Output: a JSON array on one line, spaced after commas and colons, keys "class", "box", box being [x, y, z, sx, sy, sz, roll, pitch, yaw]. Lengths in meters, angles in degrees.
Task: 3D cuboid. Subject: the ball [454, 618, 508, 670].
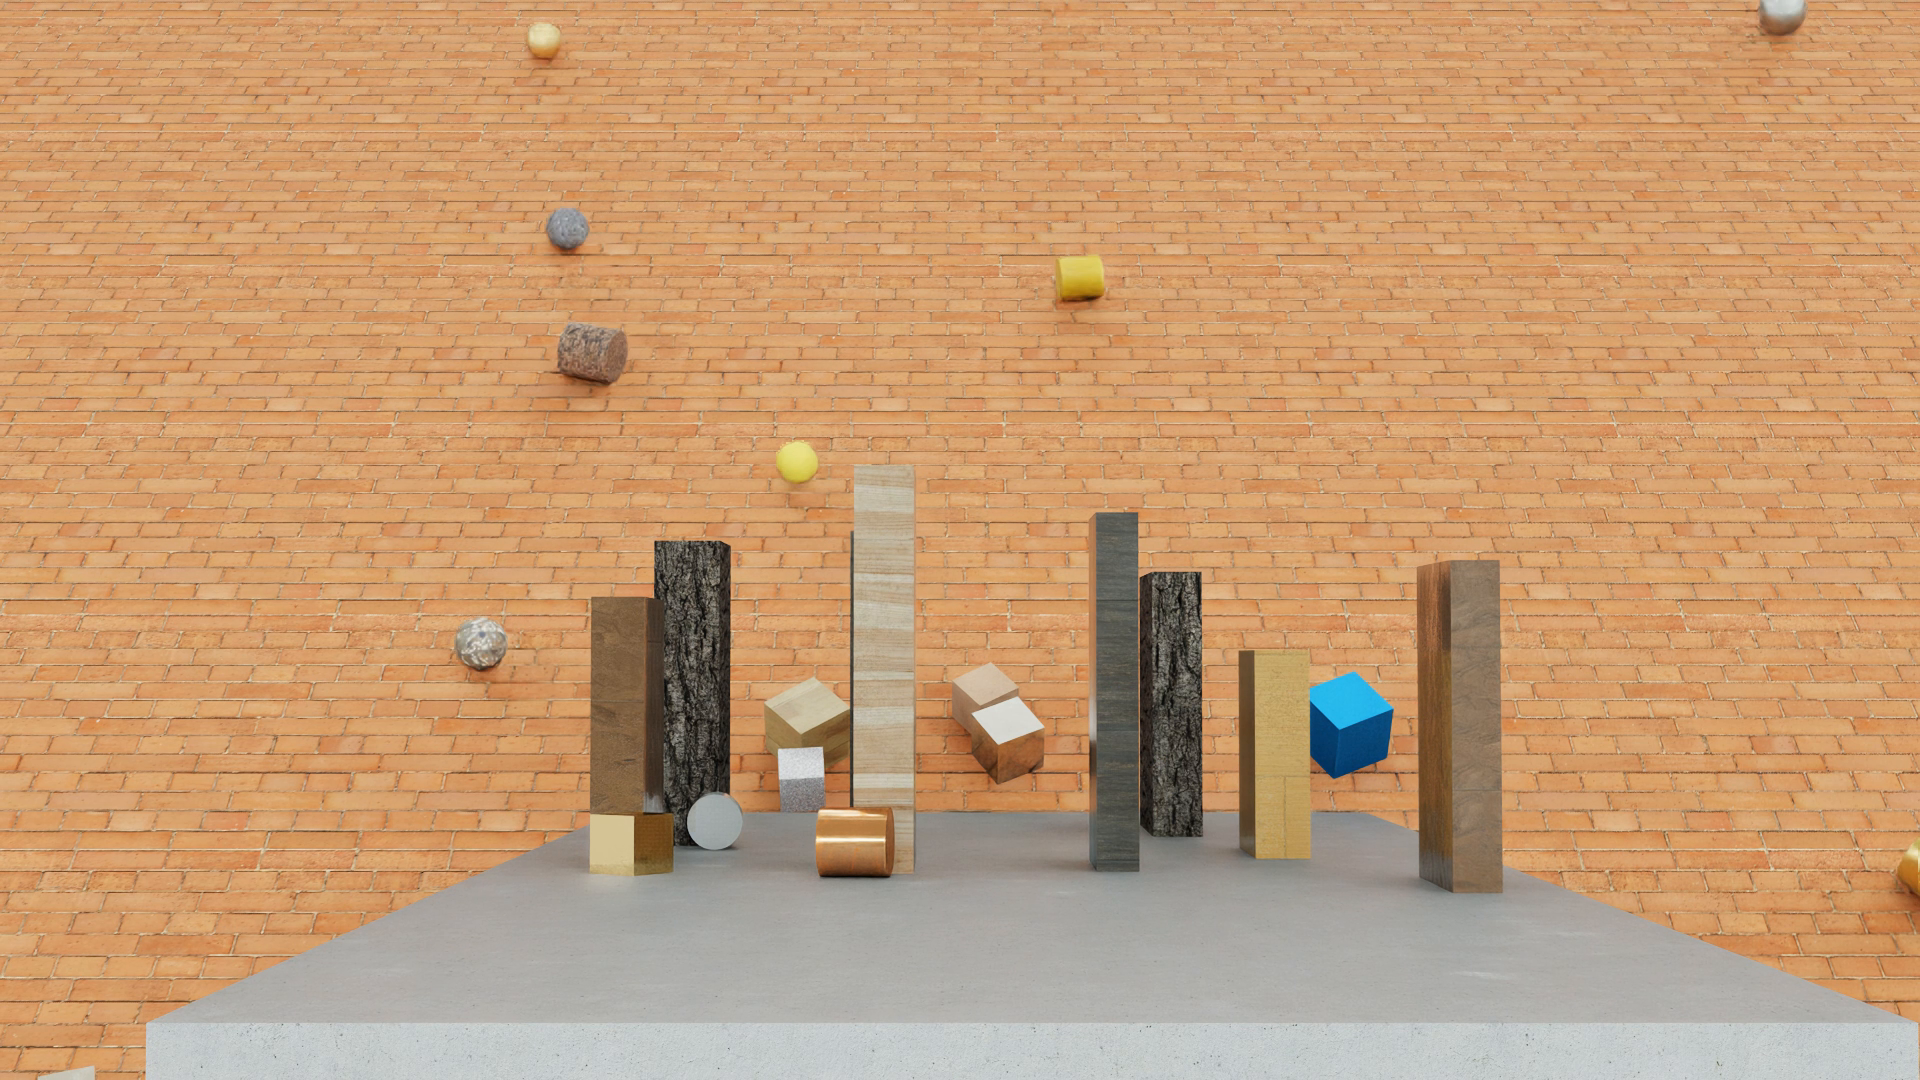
[{"class": "ball", "box": [-1.380, 0.299, 7.501, 0.150, 0.150, 0.150, 0, 37, 0]}]

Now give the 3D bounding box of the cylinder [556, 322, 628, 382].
[{"class": "cylinder", "box": [-1.230, -0.626, 8.703, 0.176, 0.176, 0.176, 11, 39, 14]}]

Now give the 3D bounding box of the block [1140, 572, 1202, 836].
[{"class": "block", "box": [0.502, 0.388, 6.224, 0.115, 0.611, 0.436, 0, -3, 0]}]

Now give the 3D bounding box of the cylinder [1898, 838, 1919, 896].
[{"class": "cylinder", "box": [2.555, 0.870, 6.723, 0.178, 0.178, 0.178, -18, 41, -23]}]

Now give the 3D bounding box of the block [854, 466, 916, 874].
[{"class": "block", "box": [-0.146, 0.254, 5.150, 0.115, 0.781, 0.330, 0, -3, 0]}]

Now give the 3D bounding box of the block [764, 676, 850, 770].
[{"class": "block", "box": [-0.419, 0.521, 7.189, 0.171, 0.171, 0.171, -27, 44, -31]}]

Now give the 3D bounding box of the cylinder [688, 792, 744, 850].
[{"class": "cylinder", "box": [-0.531, 0.608, 5.645, 0.118, 0.118, 0.118, -3, -2, -4]}]

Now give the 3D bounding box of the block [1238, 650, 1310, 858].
[{"class": "block", "box": [0.663, 0.447, 5.504, 0.113, 0.428, 0.312, 0, -3, 0]}]

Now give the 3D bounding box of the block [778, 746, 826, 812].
[{"class": "block", "box": [-0.429, 0.650, 7.059, 0.122, 0.122, 0.122, -3, 37, -4]}]

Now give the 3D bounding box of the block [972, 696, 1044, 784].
[{"class": "block", "box": [0.131, 0.552, 7.167, 0.147, 0.147, 0.147, -19, 41, -23]}]

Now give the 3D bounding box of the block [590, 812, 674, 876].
[{"class": "block", "box": [-0.629, 0.582, 4.989, 0.113, 0.113, 0.113, -2, -3, 35]}]

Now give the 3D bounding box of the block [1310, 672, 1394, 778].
[{"class": "block", "box": [1.062, 0.511, 7.194, 0.181, 0.181, 0.181, -18, 41, -23]}]

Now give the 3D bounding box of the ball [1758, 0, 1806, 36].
[{"class": "ball", "box": [3.394, -2.183, 10.745, 0.195, 0.195, 0.195, 0, 37, 0]}]

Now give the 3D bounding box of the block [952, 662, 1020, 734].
[{"class": "block", "box": [0.071, 0.455, 7.307, 0.134, 0.134, 0.134, -23, 43, -28]}]

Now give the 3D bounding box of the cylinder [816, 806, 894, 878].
[{"class": "cylinder", "box": [-0.197, 0.569, 4.904, 0.131, 0.131, 0.131, 0, 37, 6]}]

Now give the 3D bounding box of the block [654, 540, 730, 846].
[{"class": "block", "box": [-0.601, 0.342, 5.856, 0.144, 0.670, 0.279, 0, -3, 0]}]

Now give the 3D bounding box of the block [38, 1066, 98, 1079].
[{"class": "block", "box": [-2.095, 1.344, 6.136, 0.129, 0.129, 0.129, -10, 38, -12]}]

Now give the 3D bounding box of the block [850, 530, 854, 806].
[{"class": "block", "box": [-0.199, 0.338, 6.172, 0.114, 0.707, 0.258, 0, -3, 0]}]

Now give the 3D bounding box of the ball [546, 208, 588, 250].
[{"class": "ball", "box": [-1.414, -1.123, 9.379, 0.151, 0.151, 0.151, 0, 37, 0]}]

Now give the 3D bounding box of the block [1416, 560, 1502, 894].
[{"class": "block", "box": [0.907, 0.334, 4.738, 0.087, 0.584, 0.338, 0, -3, 0]}]

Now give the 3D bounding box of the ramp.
[{"class": "ramp", "box": [0.082, 0.685, 4.932, 2.000, 0.100, 4.000, 0, -3, 0]}]

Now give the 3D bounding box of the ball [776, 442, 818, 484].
[{"class": "ball", "box": [-0.515, -0.245, 8.236, 0.130, 0.130, 0.130, 0, 37, 0]}]

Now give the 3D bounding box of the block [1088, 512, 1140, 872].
[{"class": "block", "box": [0.305, 0.299, 5.168, 0.082, 0.694, 0.287, 0, -3, 0]}]

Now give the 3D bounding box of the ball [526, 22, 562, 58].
[{"class": "ball", "box": [-1.692, -2.031, 10.586, 0.144, 0.144, 0.144, 0, 37, 0]}]

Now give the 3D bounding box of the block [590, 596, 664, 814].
[{"class": "block", "box": [-0.669, 0.384, 5.250, 0.104, 0.531, 0.347, 0, -3, 0]}]
